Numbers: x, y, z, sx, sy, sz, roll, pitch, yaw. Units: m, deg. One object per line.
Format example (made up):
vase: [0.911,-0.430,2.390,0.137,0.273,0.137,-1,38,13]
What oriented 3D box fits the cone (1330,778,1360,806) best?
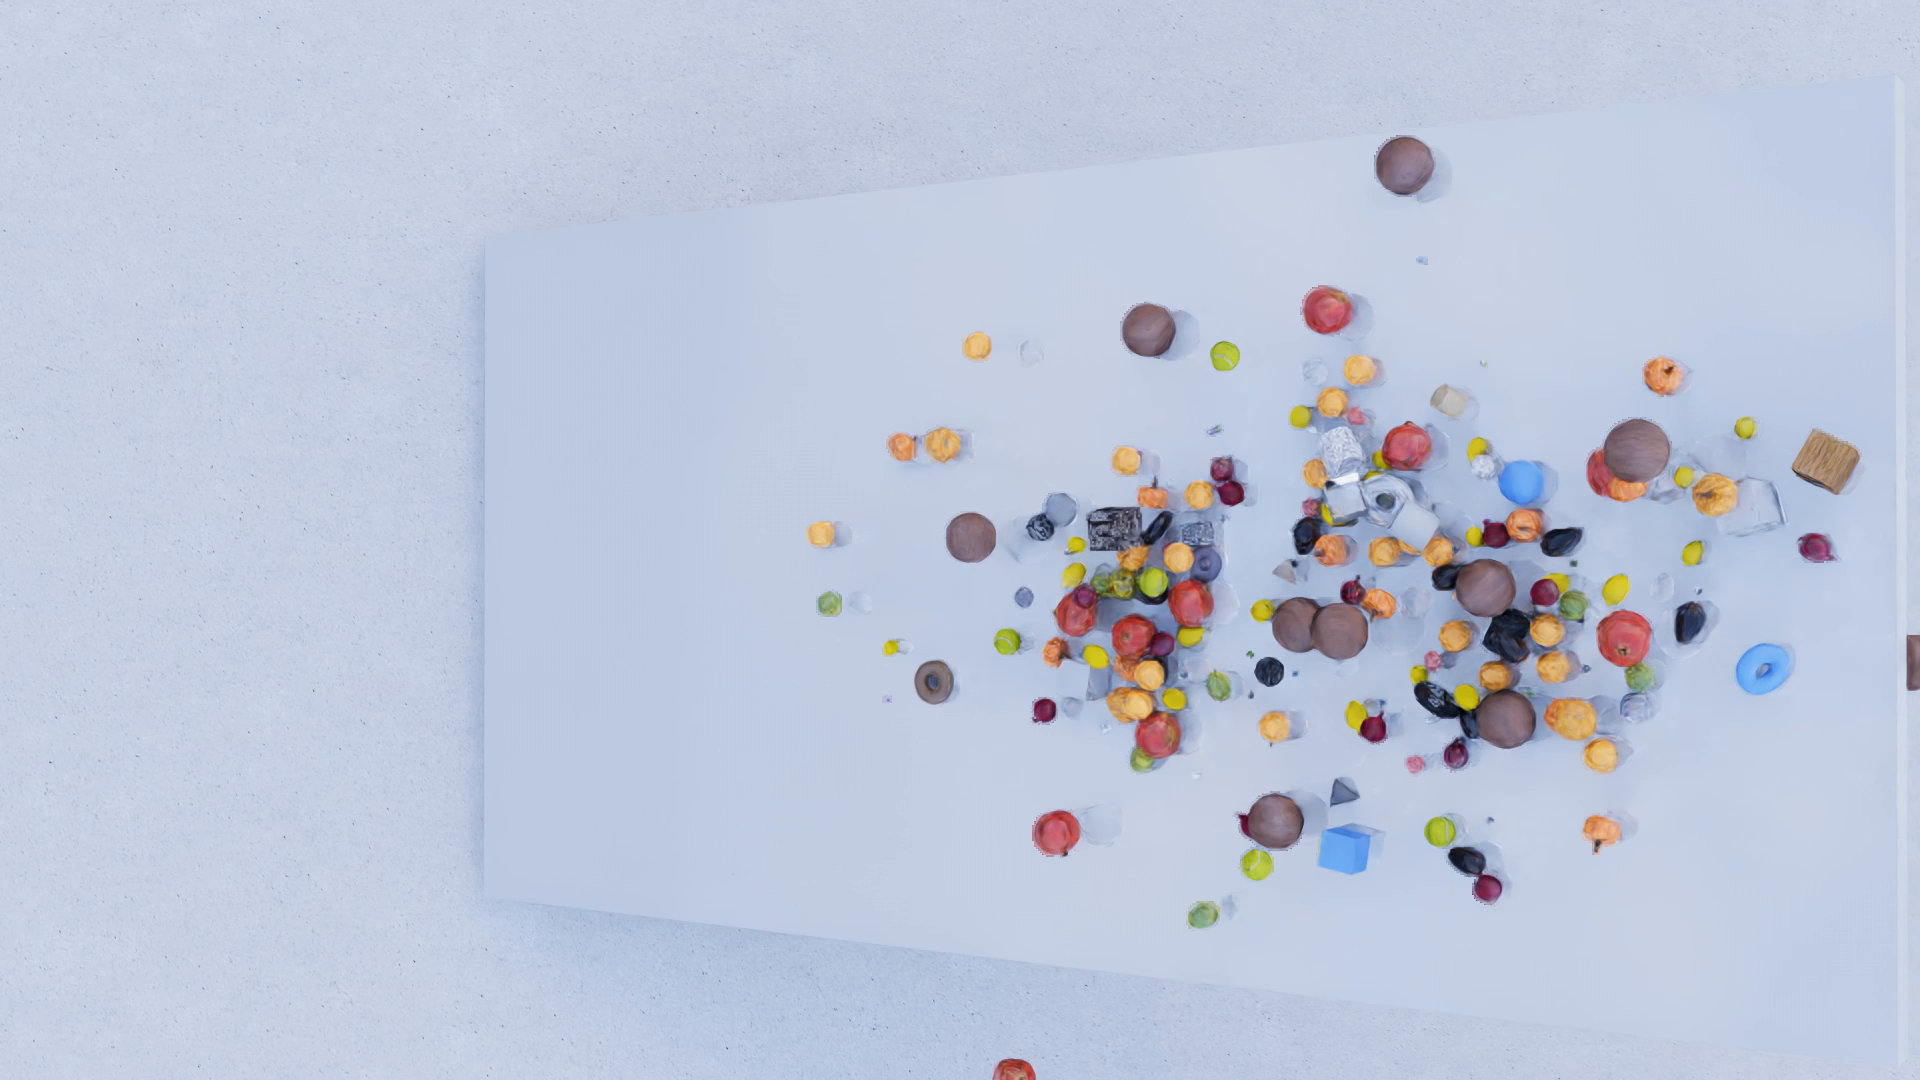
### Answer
cone: [0.892,0.589,5.072,0.067,0.067,0.067,14,90,11]

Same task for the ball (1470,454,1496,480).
ball: [1.158,-0.161,4.870,0.057,0.057,0.057,0,90,0]

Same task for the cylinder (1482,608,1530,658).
cylinder: [1.201,0.205,4.830,0.080,0.080,0.080,18,111,0]

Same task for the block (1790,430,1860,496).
block: [1.754,-0.157,4.455,0.090,0.090,0.090,32,96,31]

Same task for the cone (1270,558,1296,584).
cone: [0.766,0.082,5.130,0.061,0.061,0.061,-38,84,0]

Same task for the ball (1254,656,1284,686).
ball: [0.701,0.298,4.973,0.068,0.068,0.068,0,90,0]

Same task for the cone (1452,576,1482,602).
cone: [1.141,0.123,4.908,0.063,0.063,0.063,34,90,4]

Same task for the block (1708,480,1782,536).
block: [1.621,-0.066,4.541,0.092,0.092,0.092,-21,76,43]

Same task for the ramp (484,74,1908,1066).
ramp: [0.252,0.069,5.583,4.000,0.100,2.000,0,89,34]

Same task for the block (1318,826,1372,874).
block: [0.882,0.713,5.045,0.084,0.084,0.084,11,95,33]

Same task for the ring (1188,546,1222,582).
ring: [0.588,0.058,5.281,0.086,0.029,0.086,1,92,33]

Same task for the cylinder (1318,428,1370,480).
cylinder: [0.876,-0.191,5.028,0.094,0.094,0.094,-13,49,0]

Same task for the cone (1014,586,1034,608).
cone: [0.149,0.145,5.556,0.055,0.055,0.055,-1,88,30]

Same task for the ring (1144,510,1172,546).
ring: [0.476,-0.029,5.298,0.033,0.098,0.098,38,90,10]

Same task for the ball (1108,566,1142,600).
ball: [0.402,0.106,5.371,0.084,0.084,0.084,0,90,0]

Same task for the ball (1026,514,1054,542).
ball: [0.203,-0.031,5.514,0.070,0.070,0.070,0,90,0]

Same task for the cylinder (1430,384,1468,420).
cylinder: [1.092,-0.309,4.909,0.059,0.059,0.059,33,90,-20]

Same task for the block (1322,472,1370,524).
block: [0.866,-0.093,4.932,0.079,0.079,0.079,-17,105,18]

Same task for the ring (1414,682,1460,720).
ring: [1.057,0.355,4.875,0.116,0.116,0.039,29,110,0]

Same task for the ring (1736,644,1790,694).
ring: [1.652,0.266,4.525,0.116,0.039,0.116,-6,116,-12]

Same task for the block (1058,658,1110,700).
block: [0.306,0.343,5.427,0.086,0.086,0.086,12,97,39]

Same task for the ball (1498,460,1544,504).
ball: [1.229,-0.127,4.812,0.097,0.097,0.097,0,90,0]

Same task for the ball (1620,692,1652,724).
ball: [1.439,0.358,4.685,0.067,0.067,0.067,0,90,0]

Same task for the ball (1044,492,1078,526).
ball: [0.252,-0.076,5.472,0.086,0.086,0.086,0,90,0]

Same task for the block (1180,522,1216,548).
block: [0.570,-0.014,5.268,0.054,0.054,0.054,-3,84,-34]

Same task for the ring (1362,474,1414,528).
ring: [0.966,-0.088,4.993,0.131,0.044,0.131,10,122,16]

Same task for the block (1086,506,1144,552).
block: [0.368,-0.027,5.204,0.092,0.092,0.092,0,101,40]

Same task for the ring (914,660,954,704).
ring: [-0.067,0.369,5.711,0.116,0.039,0.116,0,89,33]

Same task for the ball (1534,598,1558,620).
ball: [1.281,0.150,4.803,0.051,0.051,0.051,0,90,0]
